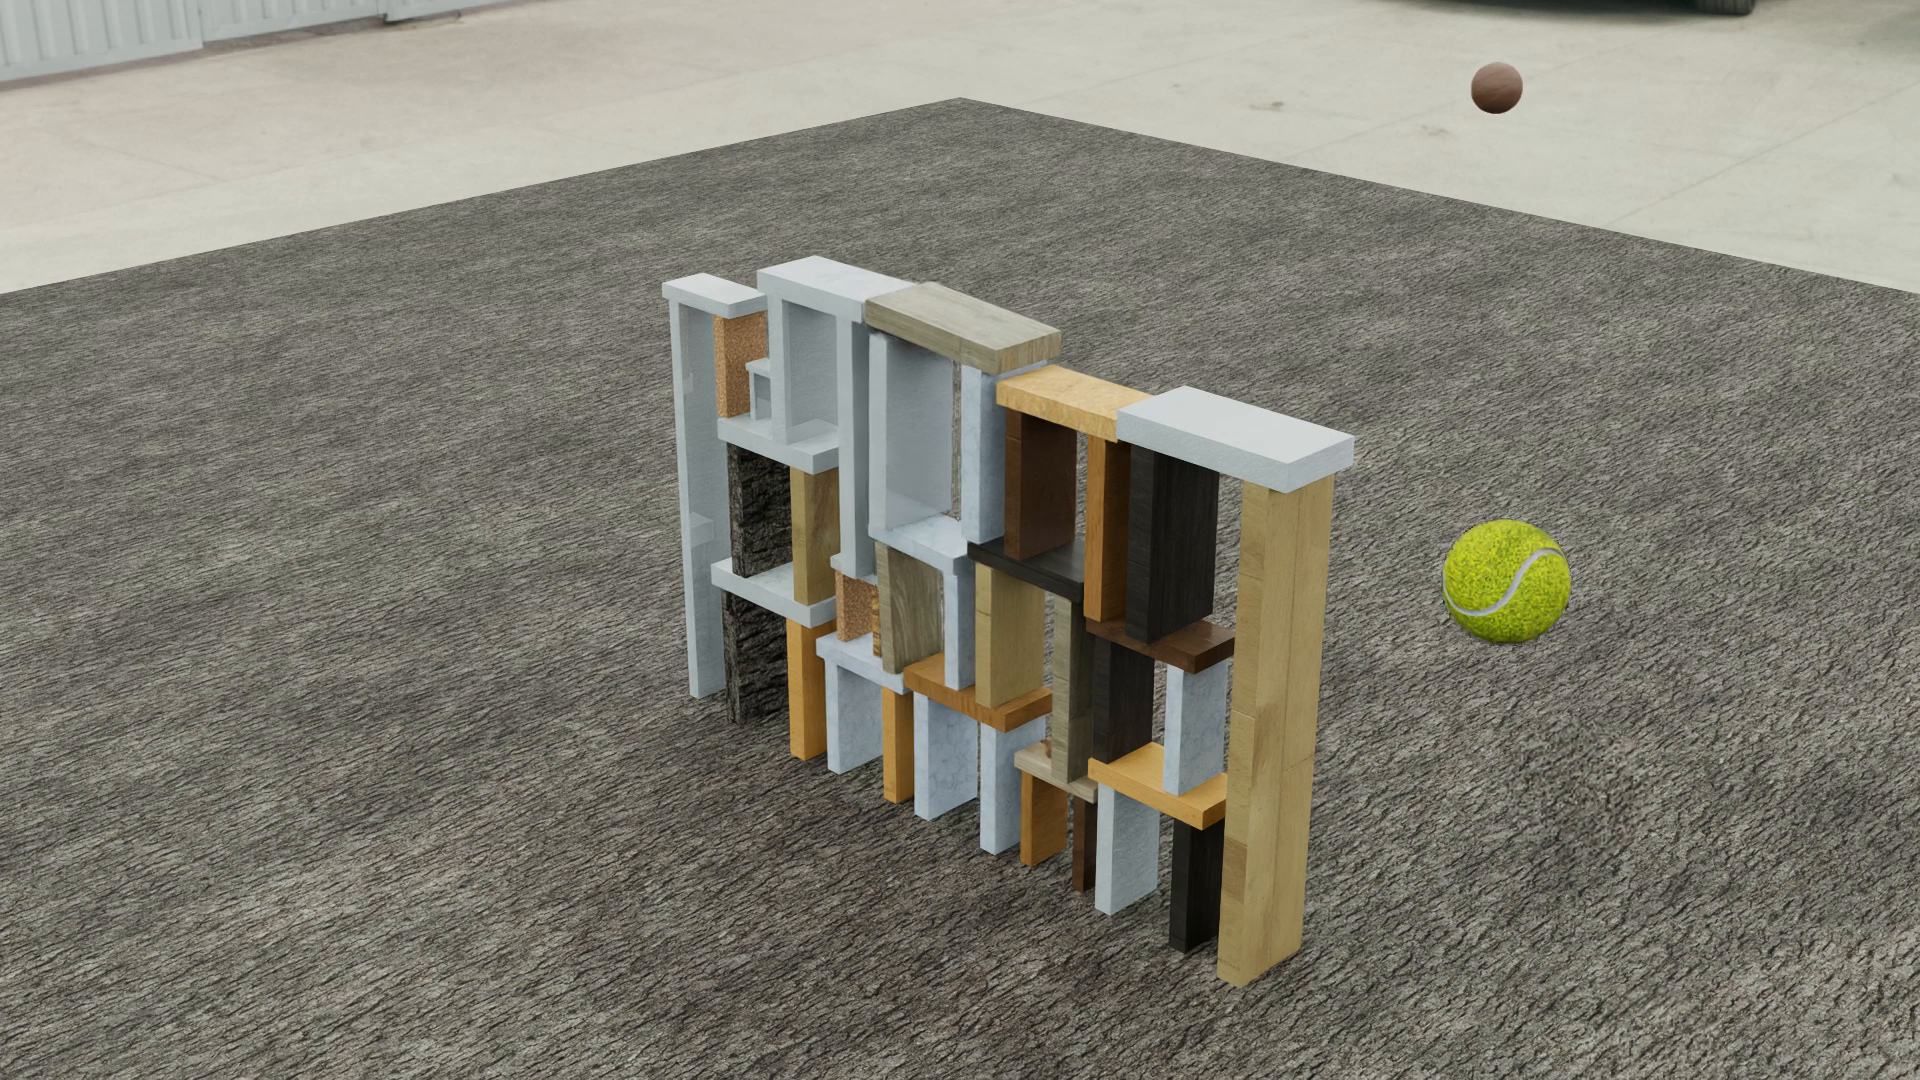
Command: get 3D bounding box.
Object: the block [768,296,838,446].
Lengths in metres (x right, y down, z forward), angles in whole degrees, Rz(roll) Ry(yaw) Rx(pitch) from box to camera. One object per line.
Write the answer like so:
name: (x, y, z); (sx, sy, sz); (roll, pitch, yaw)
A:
block: (-0.309, -0.356, 4.408); (0.043, 0.305, 0.153); (21, 31, 41)

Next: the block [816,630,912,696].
block: (-0.160, 0.239, 4.492); (0.257, 0.036, 0.129); (21, 31, 40)

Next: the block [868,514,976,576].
block: (-0.049, -0.003, 4.253); (0.126, 0.036, 0.253); (-19, 30, -37)

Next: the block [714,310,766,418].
block: (-0.454, -0.371, 4.554); (0.031, 0.219, 0.109); (21, 31, 41)

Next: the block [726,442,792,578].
block: (-0.414, -0.081, 4.638); (0.042, 0.297, 0.148); (21, 31, 41)

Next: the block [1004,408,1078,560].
block: (0.148, -0.118, 4.006); (0.144, 0.287, 0.041); (-20, 30, -39)

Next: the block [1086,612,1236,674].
block: (0.359, 0.164, 3.902); (0.250, 0.035, 0.125); (21, 31, 41)

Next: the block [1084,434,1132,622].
block: (0.285, -0.038, 3.892); (0.041, 0.345, 0.144); (21, 31, 41)

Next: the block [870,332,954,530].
block: (-0.094, -0.223, 4.230); (0.170, 0.382, 0.048); (-19, 30, -39)

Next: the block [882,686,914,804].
block: (-0.098, 0.397, 4.494); (0.129, 0.257, 0.036); (-21, 31, -40)

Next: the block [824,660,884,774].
block: (-0.220, 0.350, 4.606); (0.036, 0.257, 0.129); (21, 31, 41)

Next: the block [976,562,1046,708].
block: (0.096, 0.163, 4.187); (0.145, 0.290, 0.041); (-20, 30, -39)

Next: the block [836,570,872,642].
block: (-0.217, 0.124, 4.513); (0.079, 0.158, 0.022); (-21, 31, -41)

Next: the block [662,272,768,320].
block: (-0.505, -0.506, 4.552); (0.219, 0.031, 0.109); (21, 31, 41)

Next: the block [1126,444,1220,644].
block: (0.370, -0.016, 3.821); (0.180, 0.359, 0.051); (-21, 31, -40)

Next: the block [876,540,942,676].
block: (-0.101, 0.118, 4.371); (0.126, 0.279, 0.036); (-19, 26, -37)

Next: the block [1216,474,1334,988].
block: (0.539, 0.323, 3.780); (0.051, 0.952, 0.180); (21, 31, 41)

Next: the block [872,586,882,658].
block: (-0.140, 0.153, 4.445); (0.022, 0.158, 0.079); (21, 31, 40)

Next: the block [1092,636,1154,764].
block: (0.300, 0.272, 4.012); (0.125, 0.250, 0.035); (-21, 31, -41)

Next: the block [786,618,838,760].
block: (-0.288, 0.292, 4.663); (0.045, 0.319, 0.160); (21, 31, 41)

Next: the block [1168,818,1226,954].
block: (0.442, 0.604, 3.994); (0.038, 0.269, 0.135); (21, 31, 41)

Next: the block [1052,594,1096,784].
block: (0.236, 0.256, 4.082); (0.145, 0.378, 0.041); (-21, 31, -41)

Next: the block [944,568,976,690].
block: (0.028, 0.153, 4.257); (0.126, 0.253, 0.036); (-21, 30, -40)

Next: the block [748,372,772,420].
block: (-0.409, -0.304, 4.540); (0.015, 0.104, 0.052); (21, 31, 41)

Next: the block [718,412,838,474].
block: (-0.344, -0.210, 4.507); (0.297, 0.042, 0.149); (21, 31, 41)

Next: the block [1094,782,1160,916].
block: (0.315, 0.554, 4.110); (0.135, 0.269, 0.038); (-21, 31, -41)

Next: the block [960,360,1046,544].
block: (0.081, -0.177, 4.076); (0.170, 0.340, 0.048); (-20, 30, -40)

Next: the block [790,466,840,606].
block: (-0.274, -0.027, 4.509); (0.042, 0.297, 0.148); (21, 31, 41)

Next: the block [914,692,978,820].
block: (-0.028, 0.412, 4.431); (0.140, 0.280, 0.040); (-21, 31, -41)

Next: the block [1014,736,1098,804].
block: (0.212, 0.435, 4.180); (0.101, 0.029, 0.202); (-21, 31, -41)

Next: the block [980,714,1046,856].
block: (0.104, 0.464, 4.310); (0.140, 0.280, 0.040); (-21, 31, -41)

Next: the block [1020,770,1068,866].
block: (0.164, 0.523, 4.269); (0.101, 0.203, 0.029); (-21, 31, -41)

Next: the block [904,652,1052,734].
block: (0.037, 0.291, 4.307); (0.140, 0.040, 0.280); (-21, 31, -40)

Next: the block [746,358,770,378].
block: (-0.384, -0.349, 4.494); (0.104, 0.015, 0.052); (21, 31, 40)

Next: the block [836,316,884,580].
block: (-0.167, -0.194, 4.319); (0.043, 0.534, 0.153); (21, 31, 40)

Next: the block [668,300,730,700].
block: (-0.557, -0.088, 4.786); (0.031, 0.923, 0.109); (21, 31, 41)

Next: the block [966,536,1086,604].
block: (0.166, 0.035, 4.065); (0.145, 0.041, 0.290); (-20, 31, -40)

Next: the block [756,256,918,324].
block: (-0.237, -0.489, 4.273); (0.153, 0.043, 0.305); (-21, 31, -40)

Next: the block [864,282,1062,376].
block: (0.003, -0.394, 4.067); (0.340, 0.048, 0.170); (25, 33, 38)

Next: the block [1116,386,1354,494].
block: (0.455, -0.171, 3.662); (0.359, 0.051, 0.180); (21, 31, 41)

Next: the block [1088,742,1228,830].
block: (0.378, 0.438, 3.992); (0.135, 0.038, 0.269); (-21, 31, -41)

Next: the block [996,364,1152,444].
block: (0.217, -0.243, 3.880); (0.144, 0.041, 0.287); (-21, 31, -41)

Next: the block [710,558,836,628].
block: (-0.363, 0.095, 4.661); (0.319, 0.045, 0.160); (21, 31, 41)

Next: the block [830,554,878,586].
block: (-0.180, 0.055, 4.443); (0.079, 0.022, 0.158); (-21, 31, -41)

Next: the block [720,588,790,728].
block: (-0.439, 0.234, 4.801); (0.045, 0.320, 0.160); (21, 31, 41)

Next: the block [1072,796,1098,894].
block: (0.259, 0.560, 4.181); (0.029, 0.202, 0.101); (21, 31, 41)

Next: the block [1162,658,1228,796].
block: (0.418, 0.318, 3.903); (0.035, 0.250, 0.125); (21, 31, 41)
